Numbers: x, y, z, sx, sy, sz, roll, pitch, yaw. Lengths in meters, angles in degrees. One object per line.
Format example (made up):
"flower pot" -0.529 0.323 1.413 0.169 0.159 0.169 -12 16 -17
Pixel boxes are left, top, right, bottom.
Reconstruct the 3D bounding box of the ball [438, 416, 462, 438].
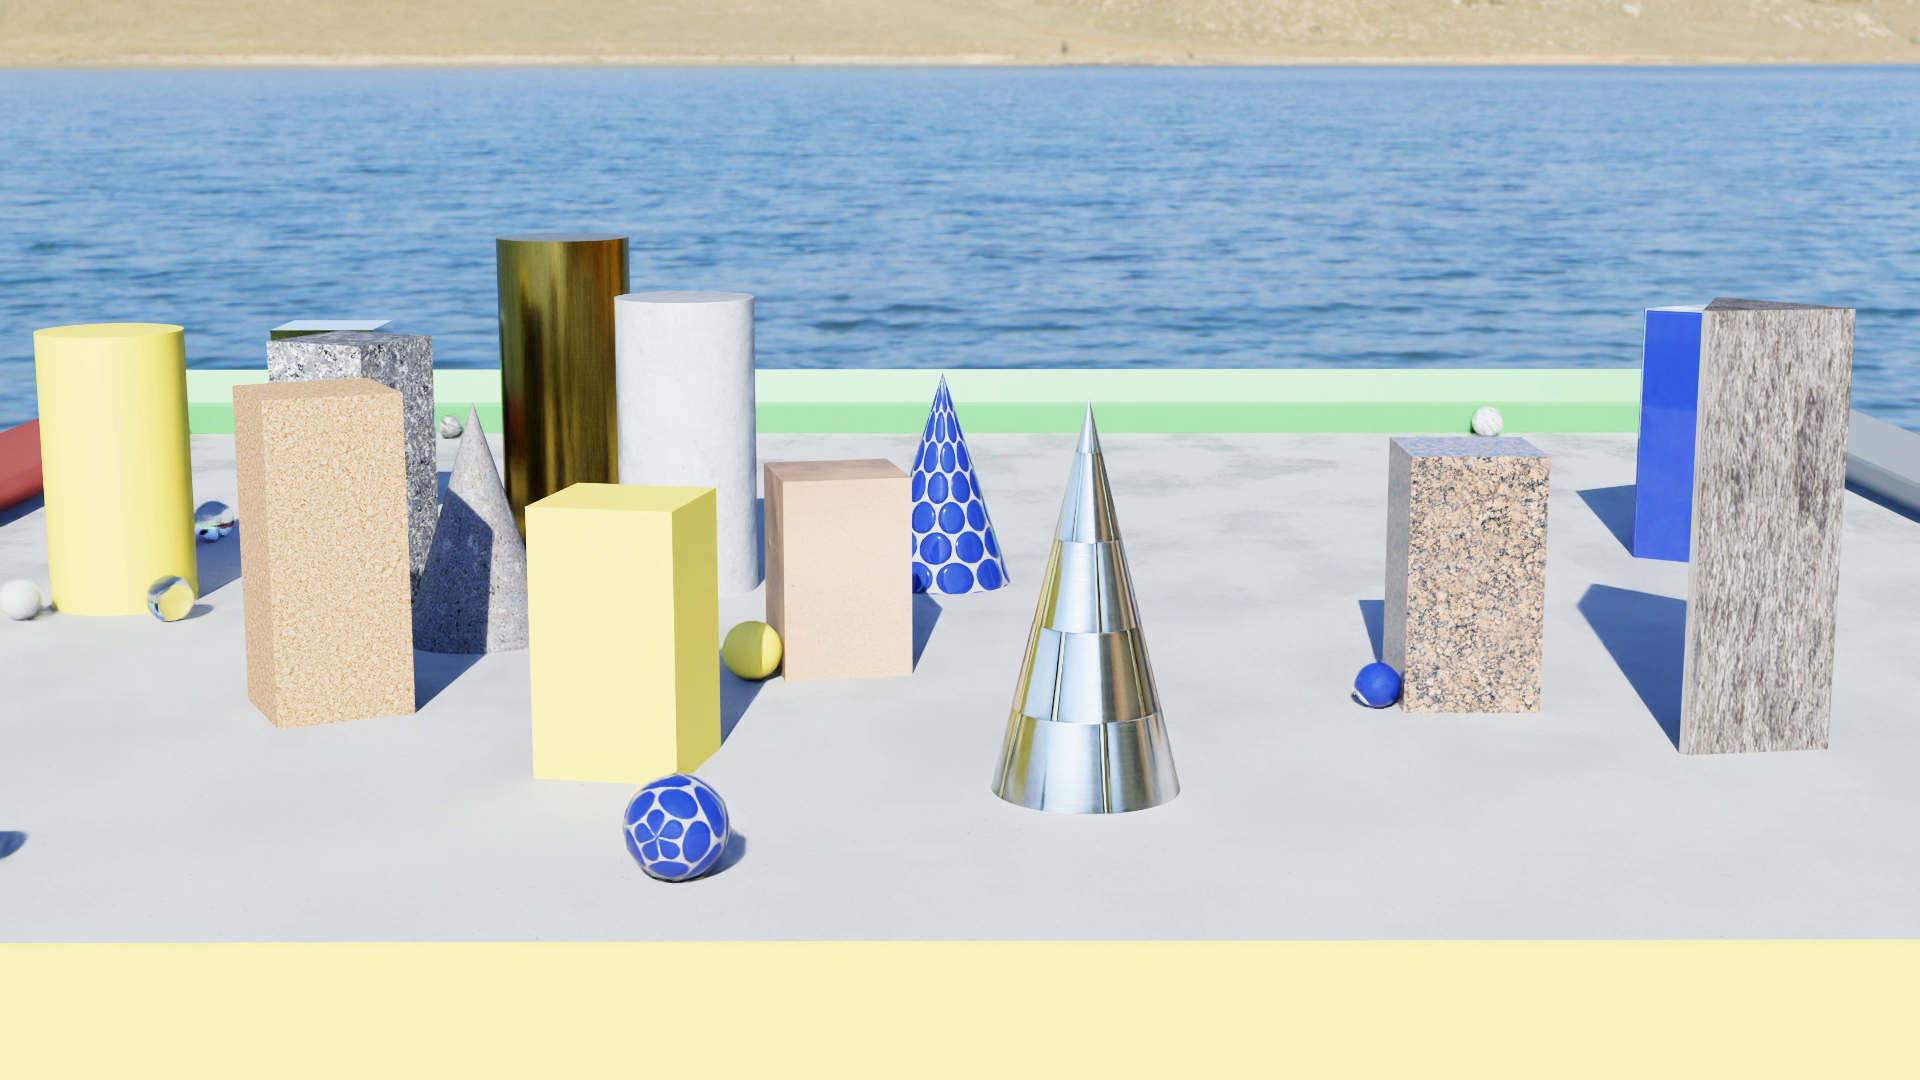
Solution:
"ball" -1.002 -0.222 5.040 0.046 0.046 0.046 0 11 0

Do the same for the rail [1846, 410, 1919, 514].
"rail" 1.553 0.031 3.458 0.045 0.125 3.382 0 11 0

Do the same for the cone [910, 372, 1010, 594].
"cone" -0.024 -0.089 3.631 0.193 0.299 0.193 0 11 0

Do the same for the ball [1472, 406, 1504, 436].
"ball" 1.041 -0.233 5.063 0.060 0.060 0.060 0 11 0

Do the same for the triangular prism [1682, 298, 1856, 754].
"triangular prism" 0.842 -0.019 2.778 0.167 0.474 0.145 -2 11 -9

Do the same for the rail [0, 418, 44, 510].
"rail" -1.553 0.034 3.440 0.045 0.125 3.382 0 11 0

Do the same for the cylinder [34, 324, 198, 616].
"cylinder" -1.145 -0.099 3.487 0.193 0.372 0.193 0 11 0

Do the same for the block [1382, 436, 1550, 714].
"block" 0.581 0.038 2.963 0.154 0.294 0.154 0 11 0

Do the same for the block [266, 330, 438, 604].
"block" -0.822 -0.094 3.491 0.154 0.361 0.154 5 12 25

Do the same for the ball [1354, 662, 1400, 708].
"ball" 0.478 0.166 2.937 0.052 0.052 0.052 0 11 0

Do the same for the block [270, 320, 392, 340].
"block" -0.976 -0.174 4.019 0.154 0.325 0.154 0 11 -1

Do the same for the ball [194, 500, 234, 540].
"ball" -1.154 -0.030 3.965 0.061 0.061 0.061 0 11 0

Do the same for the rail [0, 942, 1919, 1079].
"rail" 0.010 0.337 1.810 3.154 0.125 0.045 0 11 0

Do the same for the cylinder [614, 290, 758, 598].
"cylinder" -0.381 -0.135 3.581 0.193 0.408 0.193 0 11 0

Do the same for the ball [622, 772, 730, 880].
"ball" -0.256 0.259 2.315 0.096 0.096 0.096 0 11 0

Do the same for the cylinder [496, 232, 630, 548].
"cylinder" -0.583 -0.211 3.806 0.193 0.475 0.193 0 11 0

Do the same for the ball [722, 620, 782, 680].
"ball" -0.248 0.132 3.068 0.071 0.071 0.071 0 11 0

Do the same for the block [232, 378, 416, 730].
"block" -0.722 0.011 2.911 0.154 0.366 0.154 -5 12 -27

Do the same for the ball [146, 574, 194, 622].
"ball" -1.044 0.077 3.390 0.062 0.062 0.062 0 11 0

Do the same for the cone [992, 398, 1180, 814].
"cone" 0.128 0.055 2.579 0.193 0.401 0.193 0 11 0

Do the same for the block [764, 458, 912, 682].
"block" -0.150 0.034 3.128 0.154 0.242 0.154 -2 11 -13

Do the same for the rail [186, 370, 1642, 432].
"rail" -0.010 -0.272 5.088 3.154 0.125 0.045 0 11 0

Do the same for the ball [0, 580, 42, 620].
"ball" -1.244 0.079 3.396 0.055 0.055 0.055 0 11 0

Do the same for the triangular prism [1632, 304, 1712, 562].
"triangular prism" 1.113 -0.161 3.823 0.167 0.371 0.145 6 12 29

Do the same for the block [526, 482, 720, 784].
"block" -0.349 0.095 2.682 0.154 0.284 0.154 2 11 11

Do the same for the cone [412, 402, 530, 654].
"cone" -0.616 -0.026 3.270 0.193 0.307 0.193 0 11 0
